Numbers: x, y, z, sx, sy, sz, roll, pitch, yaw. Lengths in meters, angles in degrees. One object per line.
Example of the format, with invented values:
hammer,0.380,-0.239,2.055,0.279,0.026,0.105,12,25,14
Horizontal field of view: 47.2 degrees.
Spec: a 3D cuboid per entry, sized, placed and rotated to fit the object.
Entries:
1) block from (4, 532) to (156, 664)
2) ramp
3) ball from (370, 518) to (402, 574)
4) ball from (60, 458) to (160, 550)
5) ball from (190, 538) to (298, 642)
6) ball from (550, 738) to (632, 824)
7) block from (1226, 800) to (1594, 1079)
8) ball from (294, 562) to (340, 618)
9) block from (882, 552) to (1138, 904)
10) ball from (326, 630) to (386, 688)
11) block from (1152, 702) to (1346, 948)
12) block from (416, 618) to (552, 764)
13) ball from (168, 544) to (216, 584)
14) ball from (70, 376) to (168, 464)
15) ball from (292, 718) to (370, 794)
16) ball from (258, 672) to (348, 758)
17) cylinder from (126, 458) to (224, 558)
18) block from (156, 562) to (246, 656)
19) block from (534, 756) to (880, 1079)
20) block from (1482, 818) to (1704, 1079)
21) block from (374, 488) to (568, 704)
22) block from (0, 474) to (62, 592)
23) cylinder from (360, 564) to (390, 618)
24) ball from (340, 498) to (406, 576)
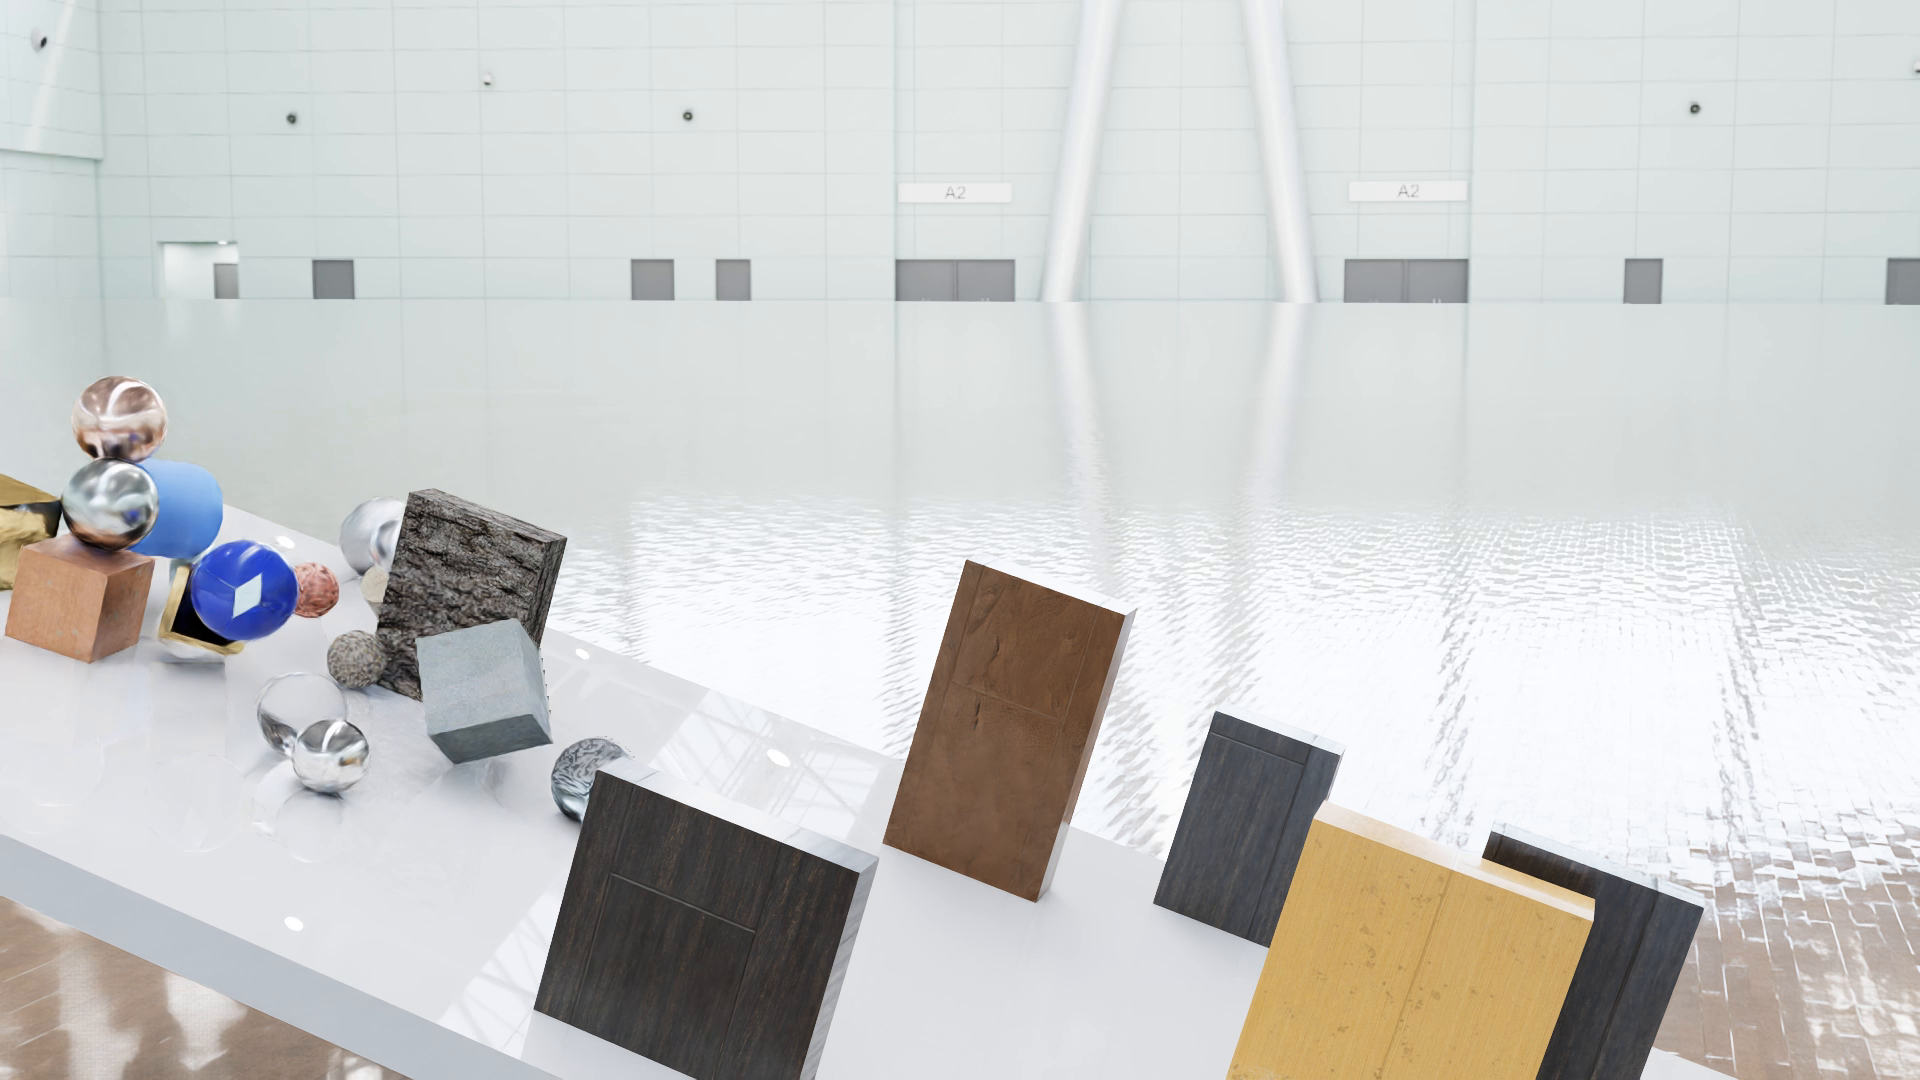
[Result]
block,-1.761,0.113,4.405,0.185,0.185,0.185,18,12,5
ramp,-0.369,0.711,4.234,4.000,0.100,2.000,19,12,14
ball,-1.213,0.016,4.759,0.124,0.124,0.124,0,7,0
ball,-1.703,-0.072,4.411,0.186,0.186,0.186,0,7,0
ball,-1.400,0.099,4.305,0.201,0.201,0.201,0,7,0
ball,-0.706,0.466,4.246,0.168,0.168,0.168,0,7,0
block,0.686,0.791,3.496,0.443,0.624,0.124,19,12,14
ball,-1.400,0.109,4.742,0.121,0.121,0.121,0,7,0
block,0.101,0.387,4.567,0.350,0.636,0.116,19,12,14
ball,-1.264,0.251,4.607,0.122,0.122,0.122,0,7,0
block,0.619,0.609,4.704,0.277,0.450,0.104,19,12,14
block,-0.929,0.298,4.303,0.199,0.199,0.199,-12,-22,-3
ball,-1.677,0.071,4.854,0.133,0.133,0.133,0,7,0
ball,-1.728,-0.244,4.524,0.187,0.187,0.187,0,7,0
ball,-1.153,0.395,4.032,0.139,0.139,0.139,0,7,0
ball,-1.237,0.329,4.138,0.162,0.162,0.162,0,7,0
cylinder,-1.729,-0.069,4.701,0.208,0.208,0.208,3,-2,22
block,-1.531,0.142,4.489,0.146,0.146,0.146,21,-15,-28
block,-0.395,0.609,3.394,0.445,0.410,0.091,19,12,14
block,0.933,0.826,3.598,0.344,0.656,0.082,19,12,14
block,-1.046,0.146,4.648,0.329,0.423,0.099,19,12,14
block,-2.042,-0.017,4.615,0.192,0.192,0.192,20,12,18
cylinder,-1.267,0.133,4.979,0.135,0.135,0.135,-8,48,9
ball,-1.412,0.000,5.382,0.204,0.204,0.204,0,7,0
